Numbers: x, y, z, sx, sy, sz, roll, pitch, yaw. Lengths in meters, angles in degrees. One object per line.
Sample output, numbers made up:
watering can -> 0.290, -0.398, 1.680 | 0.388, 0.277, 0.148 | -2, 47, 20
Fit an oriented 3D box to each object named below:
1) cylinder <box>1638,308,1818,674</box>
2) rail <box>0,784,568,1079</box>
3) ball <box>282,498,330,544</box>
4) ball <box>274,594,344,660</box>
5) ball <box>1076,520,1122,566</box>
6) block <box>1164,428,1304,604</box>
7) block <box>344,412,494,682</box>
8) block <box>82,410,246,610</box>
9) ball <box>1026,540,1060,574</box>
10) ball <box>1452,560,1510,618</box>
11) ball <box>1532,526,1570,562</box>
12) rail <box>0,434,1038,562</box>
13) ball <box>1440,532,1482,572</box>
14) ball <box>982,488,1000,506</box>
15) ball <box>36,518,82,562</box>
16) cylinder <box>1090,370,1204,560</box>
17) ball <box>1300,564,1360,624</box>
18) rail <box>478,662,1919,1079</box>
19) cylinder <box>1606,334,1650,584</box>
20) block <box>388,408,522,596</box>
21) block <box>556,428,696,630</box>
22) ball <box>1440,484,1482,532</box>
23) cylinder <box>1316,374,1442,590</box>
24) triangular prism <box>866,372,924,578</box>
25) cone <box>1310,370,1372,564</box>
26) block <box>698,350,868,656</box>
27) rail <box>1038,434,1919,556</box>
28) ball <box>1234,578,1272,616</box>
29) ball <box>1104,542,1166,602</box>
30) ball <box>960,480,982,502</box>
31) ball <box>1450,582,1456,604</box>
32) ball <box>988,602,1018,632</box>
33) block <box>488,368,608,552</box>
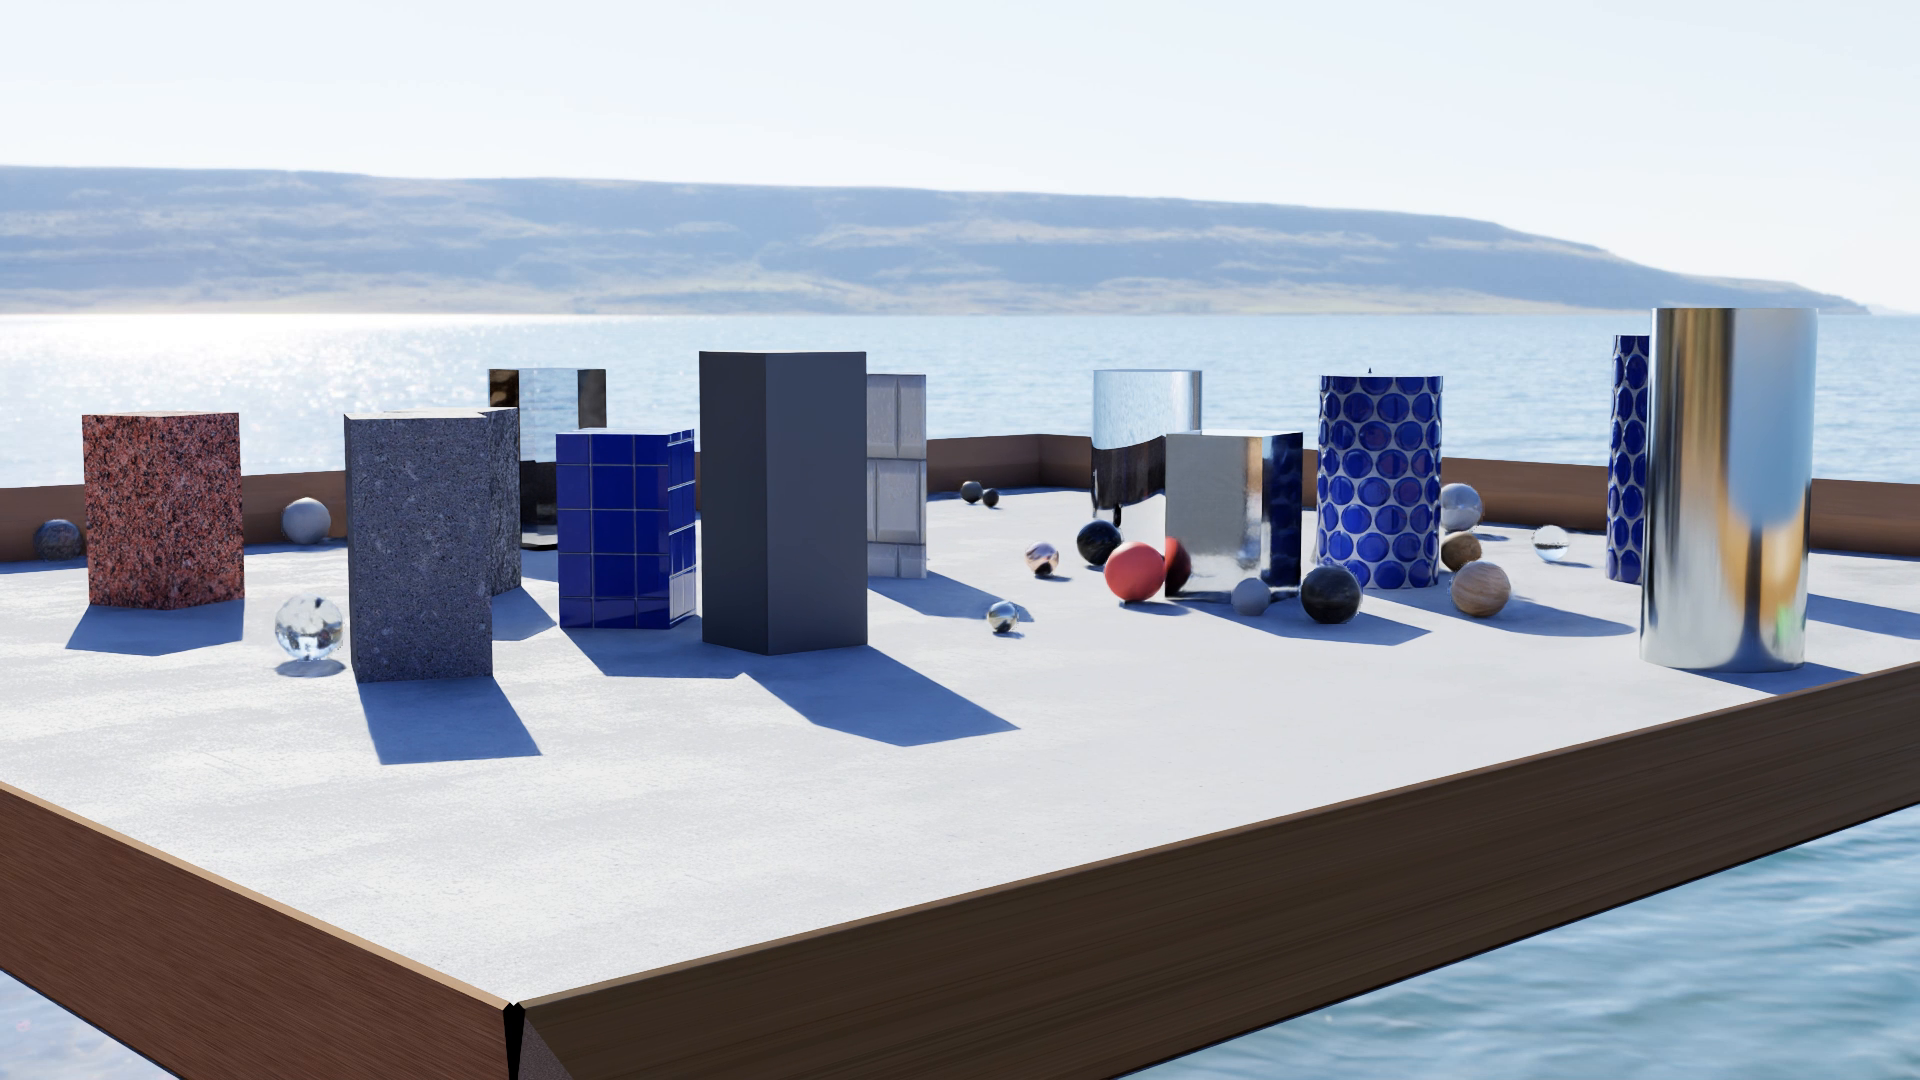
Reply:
cylinder -> 0.973, -0.069, 2.791 | 0.200, 0.448, 0.200 | 0, 6, 0
rail -> -1.260, 0.154, 2.175 | 0.045, 0.130, 3.168 | -5, 8, -42
ball -> -1.248, -0.035, 4.201 | 0.090, 0.090, 0.090 | 0, 6, 0
ball -> -0.832, 0.111, 2.811 | 0.086, 0.086, 0.086 | 0, 6, 0
ball -> 0.244, 0.004, 3.864 | 0.081, 0.081, 0.081 | 0, 6, 0
block -> 0.426, -0.038, 3.419 | 0.160, 0.258, 0.160 | 4, 7, 31
block -> -0.673, 0.004, 2.727 | 0.160, 0.317, 0.160 | -2, 6, -18
block -> -1.220, -0.050, 3.373 | 0.160, 0.289, 0.160 | 3, 7, 25
ball -> 0.140, 0.030, 3.726 | 0.057, 0.057, 0.057 | 0, 6, 0
ball -> 0.759, 0.071, 3.205 | 0.084, 0.084, 0.084 | 0, 6, 0
ball -> 1.056, 0.006, 3.929 | 0.064, 0.064, 0.064 | 0, 6, 0
rail -> -1.058, -0.085, 4.472 | 3.476, 0.130, 0.045 | -5, 8, -42
ball -> 0.856, 0.021, 3.756 | 0.070, 0.070, 0.070 | 0, 6, 0
ball -> 0.069, -0.096, 5.024 | 0.041, 0.041, 0.041 | 0, 6, 0
ball -> -1.600, 0.001, 3.905 | 0.078, 0.078, 0.078 | 0, 6, 0
cylinder -> 0.336, -0.136, 3.969 | 0.200, 0.339, 0.200 | 0, 6, 0
ball -> 0.528, 0.077, 3.136 | 0.086, 0.086, 0.086 | 0, 6, 0
rail -> 1.058, 0.152, 2.191 | 3.476, 0.130, 0.045 | -5, 8, -42
cylinder -> 1.181, -0.137, 3.649 | 0.200, 0.406, 0.200 | 0, 6, 0
block -> -0.803, -0.062, 3.492 | 0.160, 0.290, 0.160 | 1, 6, 8
block -> -0.477, -0.020, 3.161 | 0.160, 0.274, 0.160 | 1, 6, 7
ball -> 1.003, -0.065, 4.435 | 0.100, 0.100, 0.100 | 0, 6, 0
cylinder -> 0.689, -0.101, 3.616 | 0.200, 0.341, 0.200 | 0, 6, 0
triangular prism -> -0.105, -0.116, 3.762 | 0.173, 0.340, 0.150 | 3, 7, 25
cone -> 0.723, -0.134, 3.893 | 0.200, 0.349, 0.200 | 0, 6, 0
block -> -0.236, -0.056, 2.940 | 0.160, 0.392, 0.160 | -5, 8, -39
rail -> 1.260, -0.086, 4.488 | 0.045, 0.130, 3.168 | -5, 8, -42
ball -> 0.429, 0.083, 3.225 | 0.056, 0.056, 0.056 | 0, 6, 0
ball -> 0.269, 0.049, 3.375 | 0.093, 0.093, 0.093 | 0, 6, 0
ball -> 0.028, -0.112, 5.124 | 0.052, 0.052, 0.052 | 0, 6, 0
ball -> 0.761, 0.075, 3.279 | 0.060, 0.060, 0.060 | 0, 6, 0
ball -> 0.059, 0.107, 3.065 | 0.042, 0.042, 0.042 | 0, 6, 0
block -> -0.783, -0.157, 4.184 | 0.160, 0.336, 0.160 | -6, 8, -44
